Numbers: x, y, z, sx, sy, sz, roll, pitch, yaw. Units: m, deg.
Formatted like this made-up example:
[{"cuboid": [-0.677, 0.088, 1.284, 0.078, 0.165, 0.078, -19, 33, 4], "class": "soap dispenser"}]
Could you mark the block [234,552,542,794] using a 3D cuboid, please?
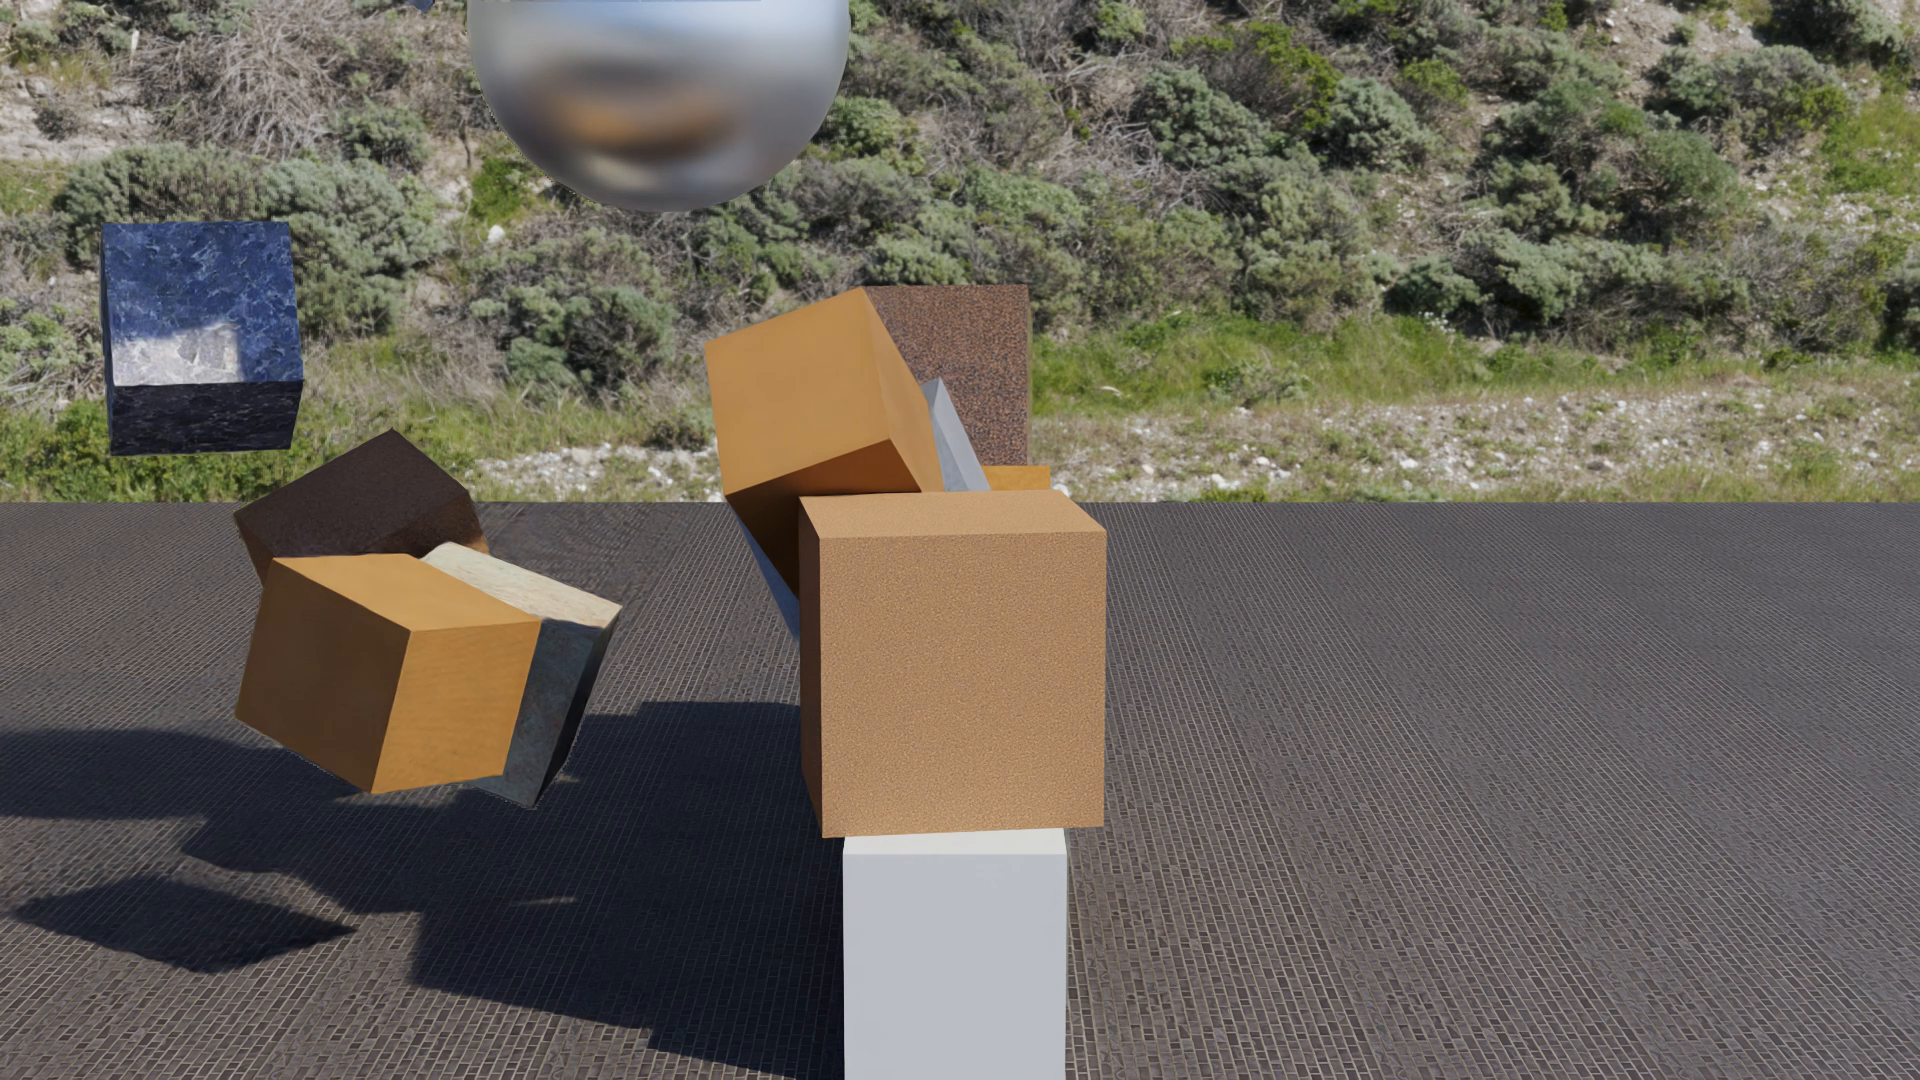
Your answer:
[{"cuboid": [-2.226, 0.501, 9.999, 0.774, 0.655, 0.716, 23, 14, 30], "class": "block"}]

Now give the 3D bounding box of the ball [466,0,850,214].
[{"cuboid": [-1.260, -2.181, 10.784, 1.600, 1.600, 1.600, 0, 10, 0], "class": "ball"}]

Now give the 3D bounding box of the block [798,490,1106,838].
[{"cuboid": [-0.050, 0.426, 9.445, 1.007, 1.071, 0.924, -1, 10, -8], "class": "block"}]

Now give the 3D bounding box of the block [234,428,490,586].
[{"cuboid": [-2.760, 0.181, 12.189, 0.862, 0.924, 0.751, -32, 43, -24], "class": "block"}]

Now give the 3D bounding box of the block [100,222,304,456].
[{"cuboid": [-3.424, -0.902, 11.544, 0.790, 0.778, 0.776, -3, -20, -20], "class": "block"}]

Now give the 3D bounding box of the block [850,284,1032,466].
[{"cuboid": [-0.083, -0.715, 12.392, 0.841, 0.871, 0.764, 0, -8, 3], "class": "block"}]

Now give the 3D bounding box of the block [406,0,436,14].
[{"cuboid": [-2.240, -2.679, 10.526, 0.641, 0.543, 0.641, 34, 36, -14], "class": "block"}]

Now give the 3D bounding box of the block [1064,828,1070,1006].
[{"cuboid": [0.001, 1.299, 10.087, 0.821, 0.835, 0.775, 0, 10, 0], "class": "block"}]

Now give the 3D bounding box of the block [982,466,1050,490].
[{"cuboid": [-0.029, 0.085, 12.275, 0.904, 0.744, 0.868, 0, -8, 1], "class": "block"}]

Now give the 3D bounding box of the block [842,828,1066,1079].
[{"cuboid": [-0.018, 1.431, 9.303, 0.771, 0.855, 0.794, 0, 10, 0], "class": "block"}]

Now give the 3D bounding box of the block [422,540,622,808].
[{"cuboid": [-2.089, 0.576, 11.370, 0.853, 0.777, 0.844, 21, 9, -2], "class": "block"}]

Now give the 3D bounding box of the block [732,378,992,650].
[{"cuboid": [-0.322, 0.000, 11.203, 0.934, 1.007, 0.988, -23, 10, 6], "class": "block"}]

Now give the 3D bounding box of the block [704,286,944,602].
[{"cuboid": [-0.513, -0.372, 10.142, 0.672, 0.768, 0.784, -19, 52, 10], "class": "block"}]
